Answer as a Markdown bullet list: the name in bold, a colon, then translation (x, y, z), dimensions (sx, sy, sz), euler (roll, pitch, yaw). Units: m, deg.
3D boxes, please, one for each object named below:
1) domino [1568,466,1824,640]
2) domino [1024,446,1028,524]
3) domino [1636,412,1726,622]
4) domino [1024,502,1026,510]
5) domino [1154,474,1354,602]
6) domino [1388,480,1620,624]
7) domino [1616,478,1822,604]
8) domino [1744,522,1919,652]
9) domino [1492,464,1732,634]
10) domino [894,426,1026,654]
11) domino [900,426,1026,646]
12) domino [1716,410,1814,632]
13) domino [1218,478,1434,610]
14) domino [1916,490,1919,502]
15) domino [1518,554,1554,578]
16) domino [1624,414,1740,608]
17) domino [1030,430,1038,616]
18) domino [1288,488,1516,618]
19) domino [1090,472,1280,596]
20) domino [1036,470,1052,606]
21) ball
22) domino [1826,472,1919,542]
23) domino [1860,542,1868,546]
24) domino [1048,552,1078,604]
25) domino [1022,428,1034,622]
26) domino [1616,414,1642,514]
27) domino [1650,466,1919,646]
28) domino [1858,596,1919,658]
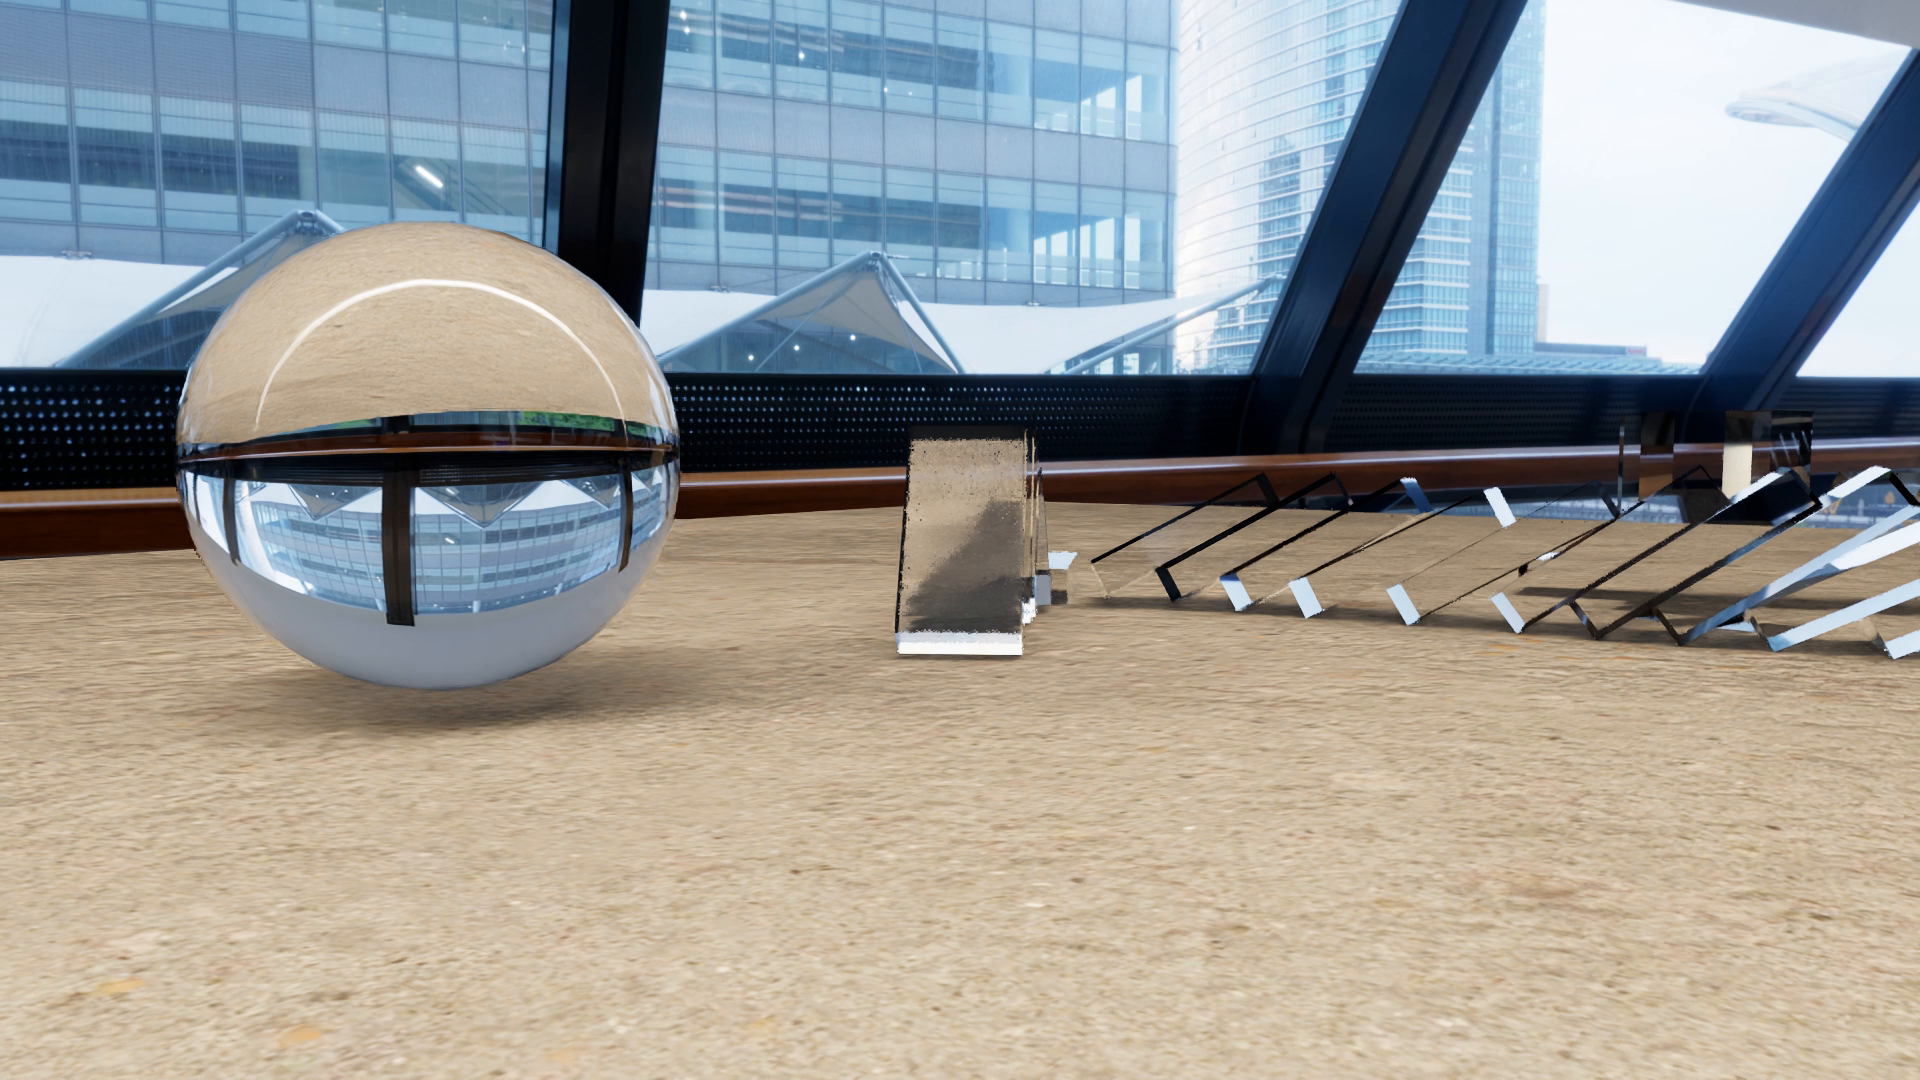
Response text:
- **domino**: translation (0.159, 0.003, 0.279), dimensions (0.050, 0.010, 0.025), euler (-39, -14, 25)
- **domino**: translation (0.003, -0.003, 0.303), dimensions (0.025, 0.050, 0.010), euler (0, -31, 5)
- **domino**: translation (0.179, -0.006, 0.313), dimensions (0.025, 0.050, 0.010), euler (-1, 5, -19)
- **domino**: translation (0.002, -0.003, 0.292), dimensions (0.025, 0.050, 0.010), euler (0, -31, 5)
- **domino**: translation (0.077, 0.000, 0.333), dimensions (0.050, 0.010, 0.025), euler (-30, -11, 18)
- **domino**: translation (0.128, 0.003, 0.301), dimensions (0.050, 0.009, 0.025), euler (-34, -13, 27)
- **domino**: translation (0.212, -0.001, 0.359), dimensions (0.050, 0.010, 0.025), euler (37, 24, 29)
- **domino**: translation (0.190, 0.007, 0.264), dimensions (0.050, 0.009, 0.025), euler (-29, -9, 24)
- **domino**: translation (0.146, 0.002, 0.289), dimensions (0.050, 0.010, 0.025), euler (-39, -14, 27)
- **domino**: translation (0.001, -0.001, 0.269), dimensions (0.025, 0.050, 0.010), euler (0, -31, 4)
- **domino**: translation (0.001, -0.002, 0.280), dimensions (0.025, 0.050, 0.010), euler (0, -31, 4)
- **domino**: translation (0.188, -0.005, 0.299), dimensions (0.025, 0.050, 0.010), euler (-3, 5, -38)
- **domino**: translation (0.092, 0.001, 0.324), dimensions (0.050, 0.009, 0.025), euler (-32, -12, 25)
- **domino**: translation (0.263, 0.001, 0.320), dimensions (0.025, 0.010, 0.050), euler (9, 36, 11)
- **domino**: translation (0.189, 0.010, 0.368), dimensions (0.050, 0.010, 0.025), euler (3, 5, 32)
- **domino**: translation (0.193, -0.008, 0.343), dimensions (0.025, 0.050, 0.009), euler (3, 5, 33)
- **domino**: translation (0.007, -0.005, 0.326), dimensions (0.025, 0.050, 0.009), euler (0, -31, 5)
- **domino**: translation (0.108, 0.003, 0.314), dimensions (0.050, 0.010, 0.025), euler (-30, -11, 28)
- **domino**: translation (0.060, -0.001, 0.343), dimensions (0.050, 0.009, 0.025), euler (-27, -7, 3)
- **domino**: translation (0.011, -0.001, 0.346), dimensions (0.025, 0.010, 0.050), euler (-3, 35, 3)
- **ball**: translation (-0.089, -0.014, 0.221), dimensions (0.080, 0.080, 0.080), euler (0, 4, 0)
- **domino**: translation (0.257, 0.000, 0.338), dimensions (0.025, 0.010, 0.050), euler (1, 36, -7)
- **domino**: translation (0.231, -0.001, 0.350), dimensions (0.025, 0.009, 0.050), euler (-4, 38, -43)
- **domino**: translation (0.020, 0.010, 0.367), dimensions (0.025, 0.009, 0.050), euler (1, 4, 8)
- **domino**: translation (0.005, -0.004, 0.315), dimensions (0.025, 0.050, 0.010), euler (0, -31, 5)
- **domino**: translation (0.185, -0.007, 0.332), dimensions (0.025, 0.050, 0.010), euler (3, 5, 36)
- **domino**: translation (0.172, 0.003, 0.271), dimensions (0.050, 0.010, 0.025), euler (-39, -14, 26)
- **domino**: translation (0.208, 0.007, 0.255), dimensions (0.050, 0.009, 0.025), euler (-30, -8, 25)
